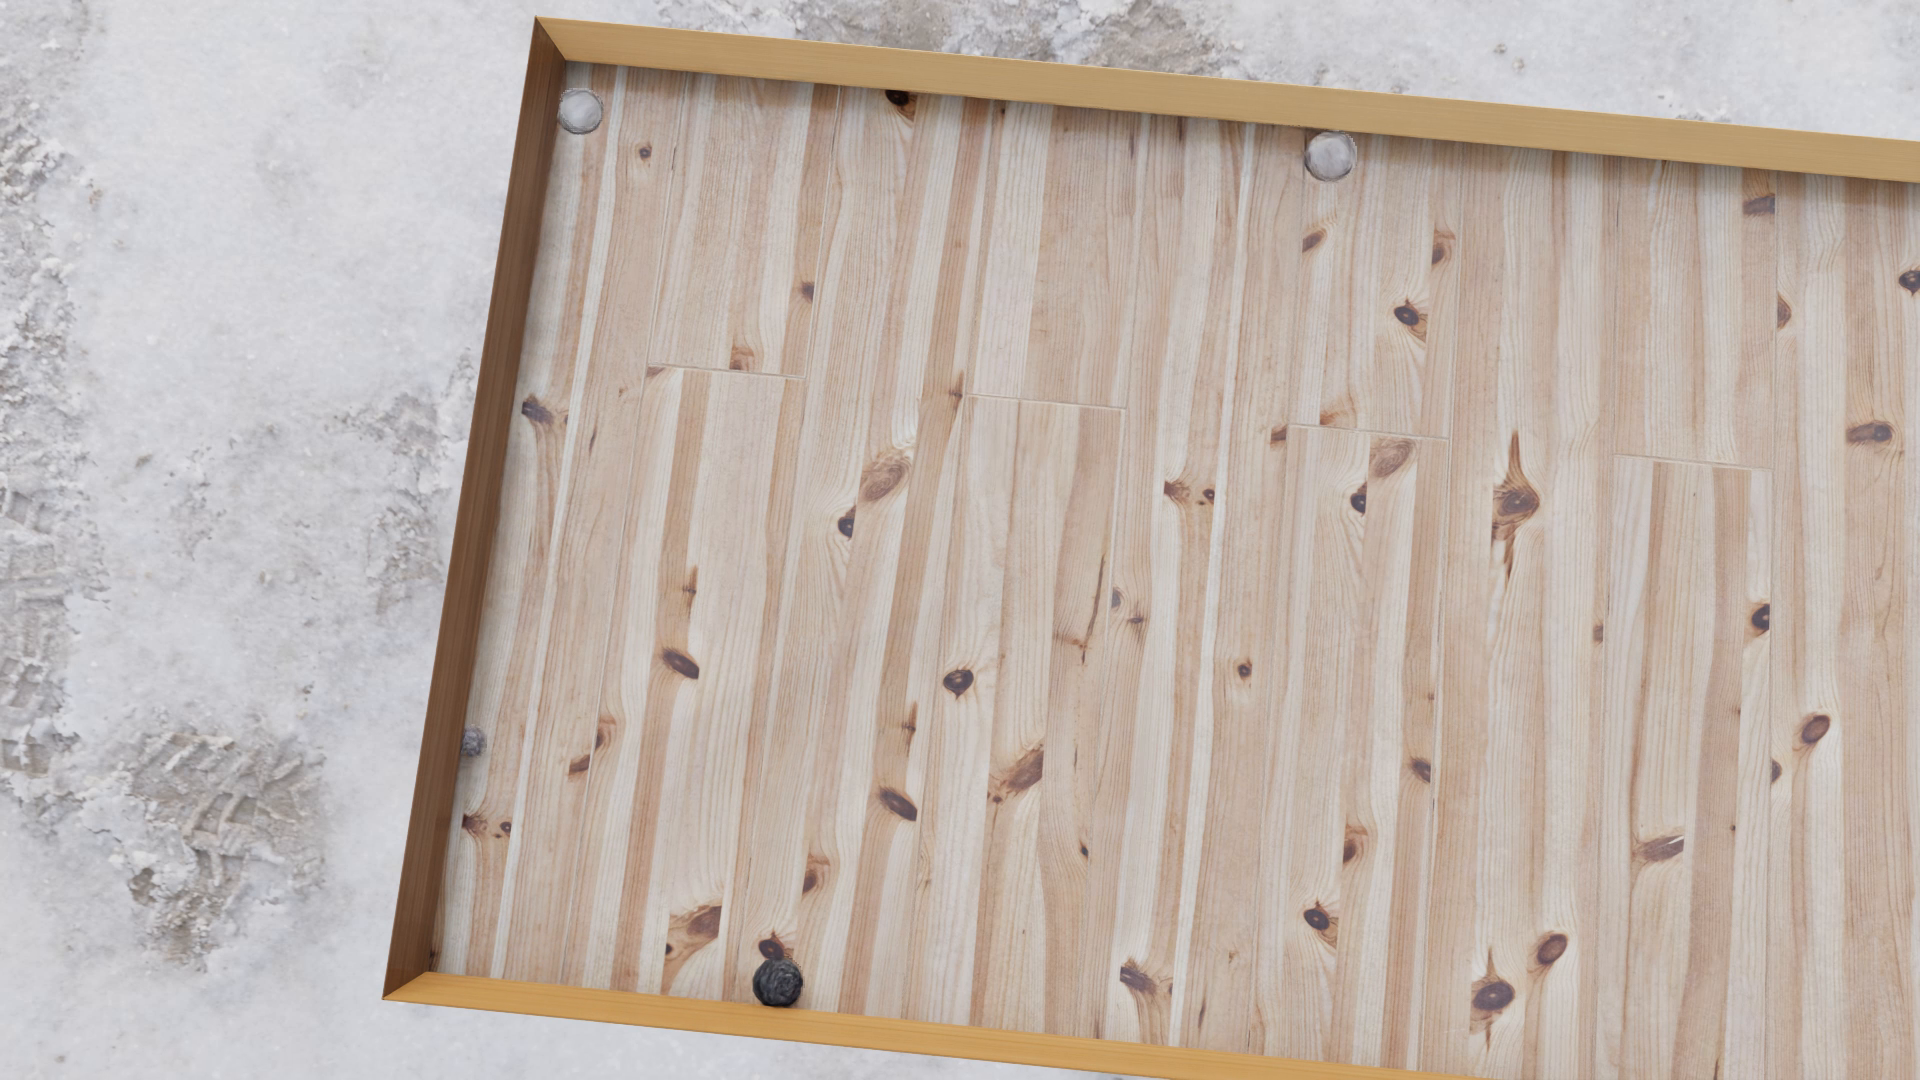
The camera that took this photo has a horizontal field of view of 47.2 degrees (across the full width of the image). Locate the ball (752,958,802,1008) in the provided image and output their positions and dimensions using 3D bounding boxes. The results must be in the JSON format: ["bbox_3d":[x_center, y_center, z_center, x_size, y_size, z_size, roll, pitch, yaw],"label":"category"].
[{"bbox_3d":[-0.264,0.639,3.171,0.072,0.072,0.072,0,77,0],"label":"ball"}]

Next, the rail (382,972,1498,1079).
[{"bbox_3d":[0.670,0.779,3.121,2.982,0.103,0.045,5,77,1],"label":"rail"}]

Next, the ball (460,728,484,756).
[{"bbox_3d":[-0.728,0.300,3.267,0.043,0.043,0.043,0,77,0],"label":"ball"}]

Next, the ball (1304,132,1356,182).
[{"bbox_3d":[0.582,-0.603,3.463,0.079,0.079,0.079,0,77,0],"label":"ball"}]

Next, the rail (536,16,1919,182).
[{"bbox_3d":[0.814,-0.647,3.461,2.982,0.103,0.045,5,77,1],"label":"rail"}]

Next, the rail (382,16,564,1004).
[{"bbox_3d":[-0.718,-0.073,3.324,0.045,0.103,1.520,5,77,1],"label":"rail"}]

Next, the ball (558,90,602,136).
[{"bbox_3d":[-0.602,-0.677,3.485,0.071,0.071,0.071,0,77,0],"label":"ball"}]
